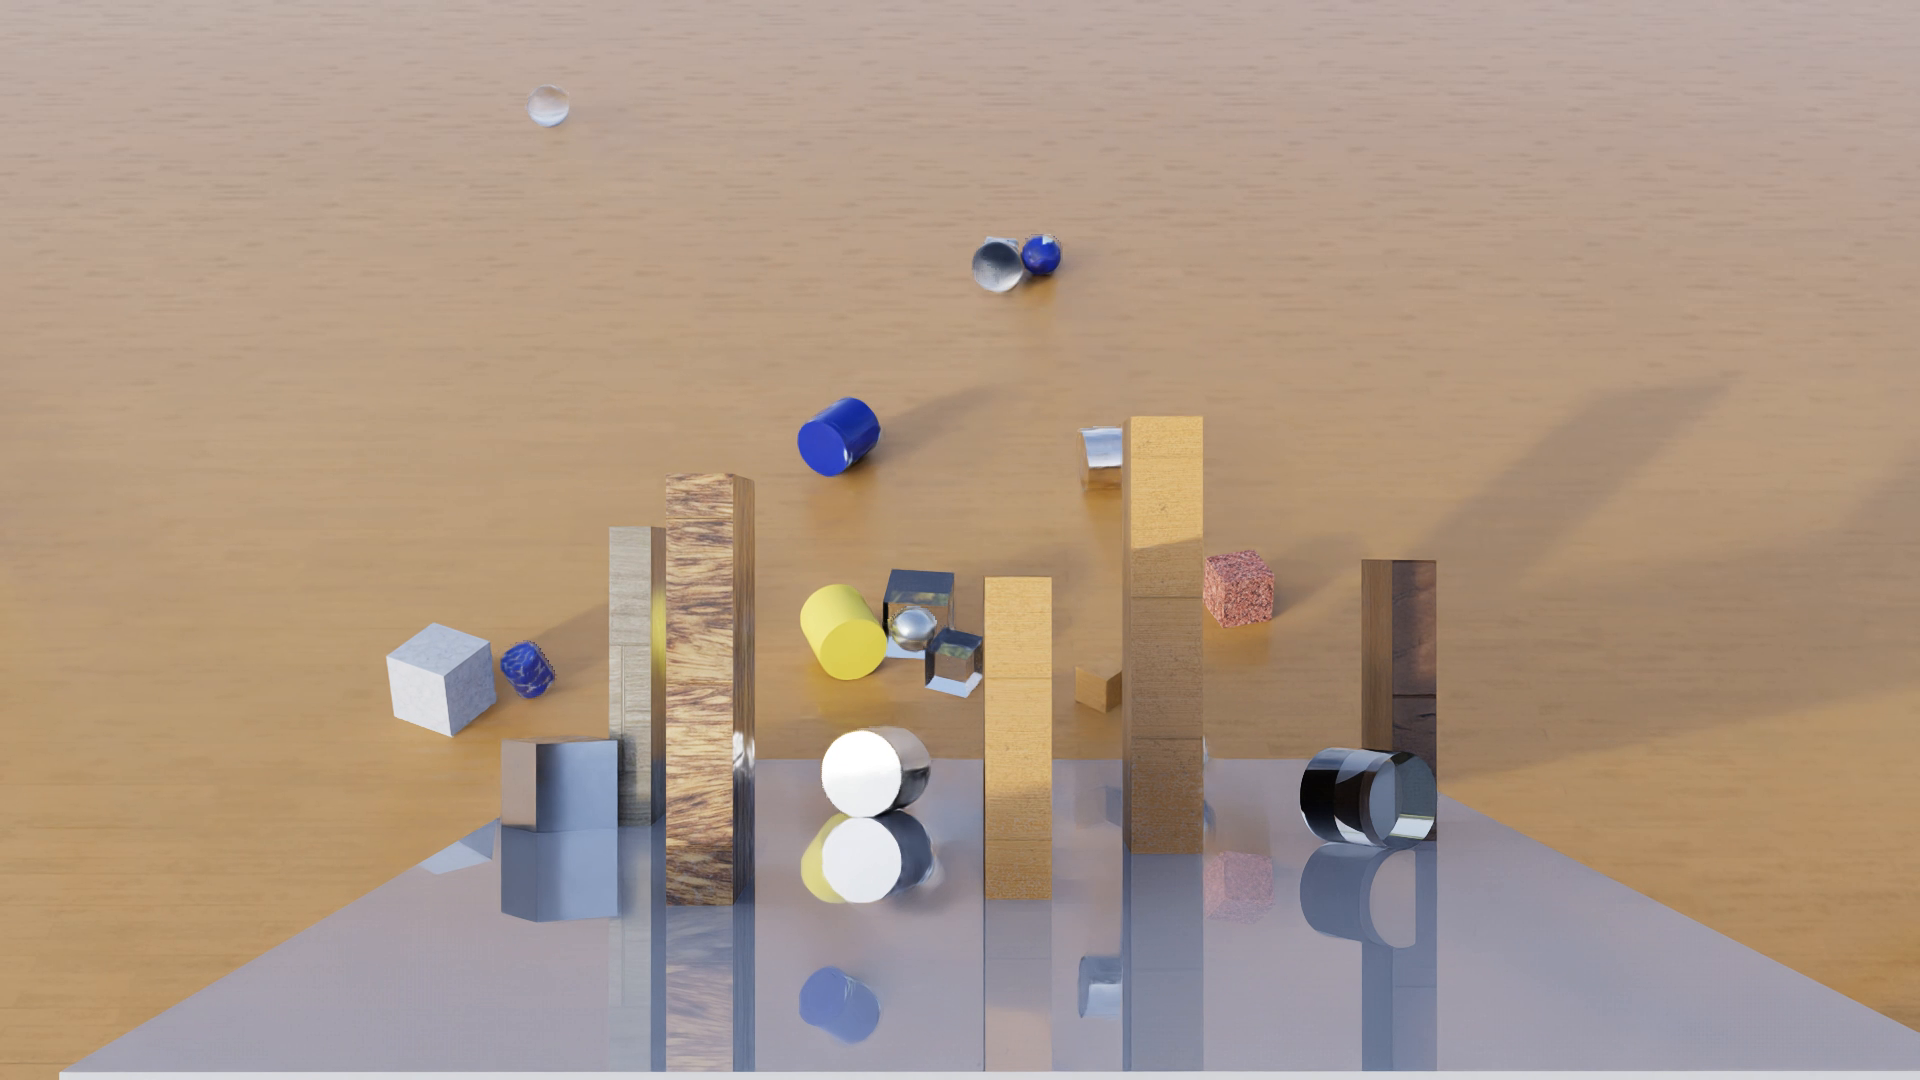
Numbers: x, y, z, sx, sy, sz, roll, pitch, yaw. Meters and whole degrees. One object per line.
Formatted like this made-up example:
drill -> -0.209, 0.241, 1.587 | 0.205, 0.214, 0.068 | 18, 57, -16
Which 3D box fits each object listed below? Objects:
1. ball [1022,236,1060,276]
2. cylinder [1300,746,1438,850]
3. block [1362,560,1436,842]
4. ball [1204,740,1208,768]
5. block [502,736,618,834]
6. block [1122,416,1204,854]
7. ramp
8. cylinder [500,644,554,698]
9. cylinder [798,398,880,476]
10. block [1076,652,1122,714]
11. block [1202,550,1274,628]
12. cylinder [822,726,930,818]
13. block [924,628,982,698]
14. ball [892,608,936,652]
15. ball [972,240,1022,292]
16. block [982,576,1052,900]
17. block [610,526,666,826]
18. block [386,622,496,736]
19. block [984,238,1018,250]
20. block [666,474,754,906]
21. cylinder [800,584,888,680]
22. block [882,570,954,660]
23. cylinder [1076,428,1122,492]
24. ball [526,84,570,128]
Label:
ball -> 0.295, -1.034, 9.406 | 0.143, 0.143, 0.143 | 0, 31, 0
cylinder -> 0.744, 0.469, 4.720 | 0.176, 0.176, 0.176 | -24, 14, -34
block -> 0.841, 0.298, 4.975 | 0.082, 0.520, 0.365 | 0, 0, 0
ball -> 0.499, 0.490, 5.951 | 0.144, 0.144, 0.144 | 0, 31, 0
block -> -0.782, 0.474, 5.047 | 0.170, 0.170, 0.170 | 0, 0, -33
block -> 0.368, 0.169, 4.722 | 0.127, 0.777, 0.251 | 0, 0, 0
ramp -> 0.068, 0.607, 4.674 | 2.000, 0.100, 4.000 | 0, 0, 0
cylinder -> -1.177, 0.356, 7.031 | 0.107, 0.107, 0.107 | -17, 37, 14
cylinder -> -0.381, -0.326, 8.165 | 0.188, 0.188, 0.188 | 17, 35, 27
block -> 0.388, 0.386, 7.042 | 0.105, 0.105, 0.105 | 24, 38, 34
block -> 0.797, 0.140, 7.415 | 0.150, 0.150, 0.150 | -9, 32, -15
cylinder -> -0.170, 0.473, 5.305 | 0.173, 0.173, 0.173 | 12, 4, 19
block -> -0.014, 0.336, 7.108 | 0.124, 0.124, 0.124 | 13, 33, 20
ball -> -0.128, 0.247, 7.094 | 0.120, 0.120, 0.120 | 0, 31, 0
ball -> 0.133, -0.980, 9.275 | 0.184, 0.184, 0.184 | 0, 31, 0
block -> 0.090, 0.307, 4.177 | 0.103, 0.497, 0.361 | 0, 0, 0
block -> -0.645, 0.267, 5.262 | 0.081, 0.585, 0.405 | 0, 0, 0
block -> -1.395, 0.375, 6.974 | 0.194, 0.194, 0.194 | 16, 34, 25
block -> 0.144, -1.025, 9.421 | 0.112, 0.112, 0.112 | 6, 31, 10
block -> -0.395, 0.228, 4.138 | 0.101, 0.655, 0.422 | 0, 0, 0
cylinder -> -0.323, 0.255, 7.178 | 0.194, 0.194, 0.194 | -10, 32, -16
block -> -0.114, 0.209, 7.269 | 0.179, 0.179, 0.179 | 3, 31, 6
cylinder -> 0.472, -0.253, 8.041 | 0.189, 0.189, 0.189 | -5, 31, -8
ball -> -1.694, -1.784, 10.645 | 0.172, 0.172, 0.172 | 0, 31, 0
